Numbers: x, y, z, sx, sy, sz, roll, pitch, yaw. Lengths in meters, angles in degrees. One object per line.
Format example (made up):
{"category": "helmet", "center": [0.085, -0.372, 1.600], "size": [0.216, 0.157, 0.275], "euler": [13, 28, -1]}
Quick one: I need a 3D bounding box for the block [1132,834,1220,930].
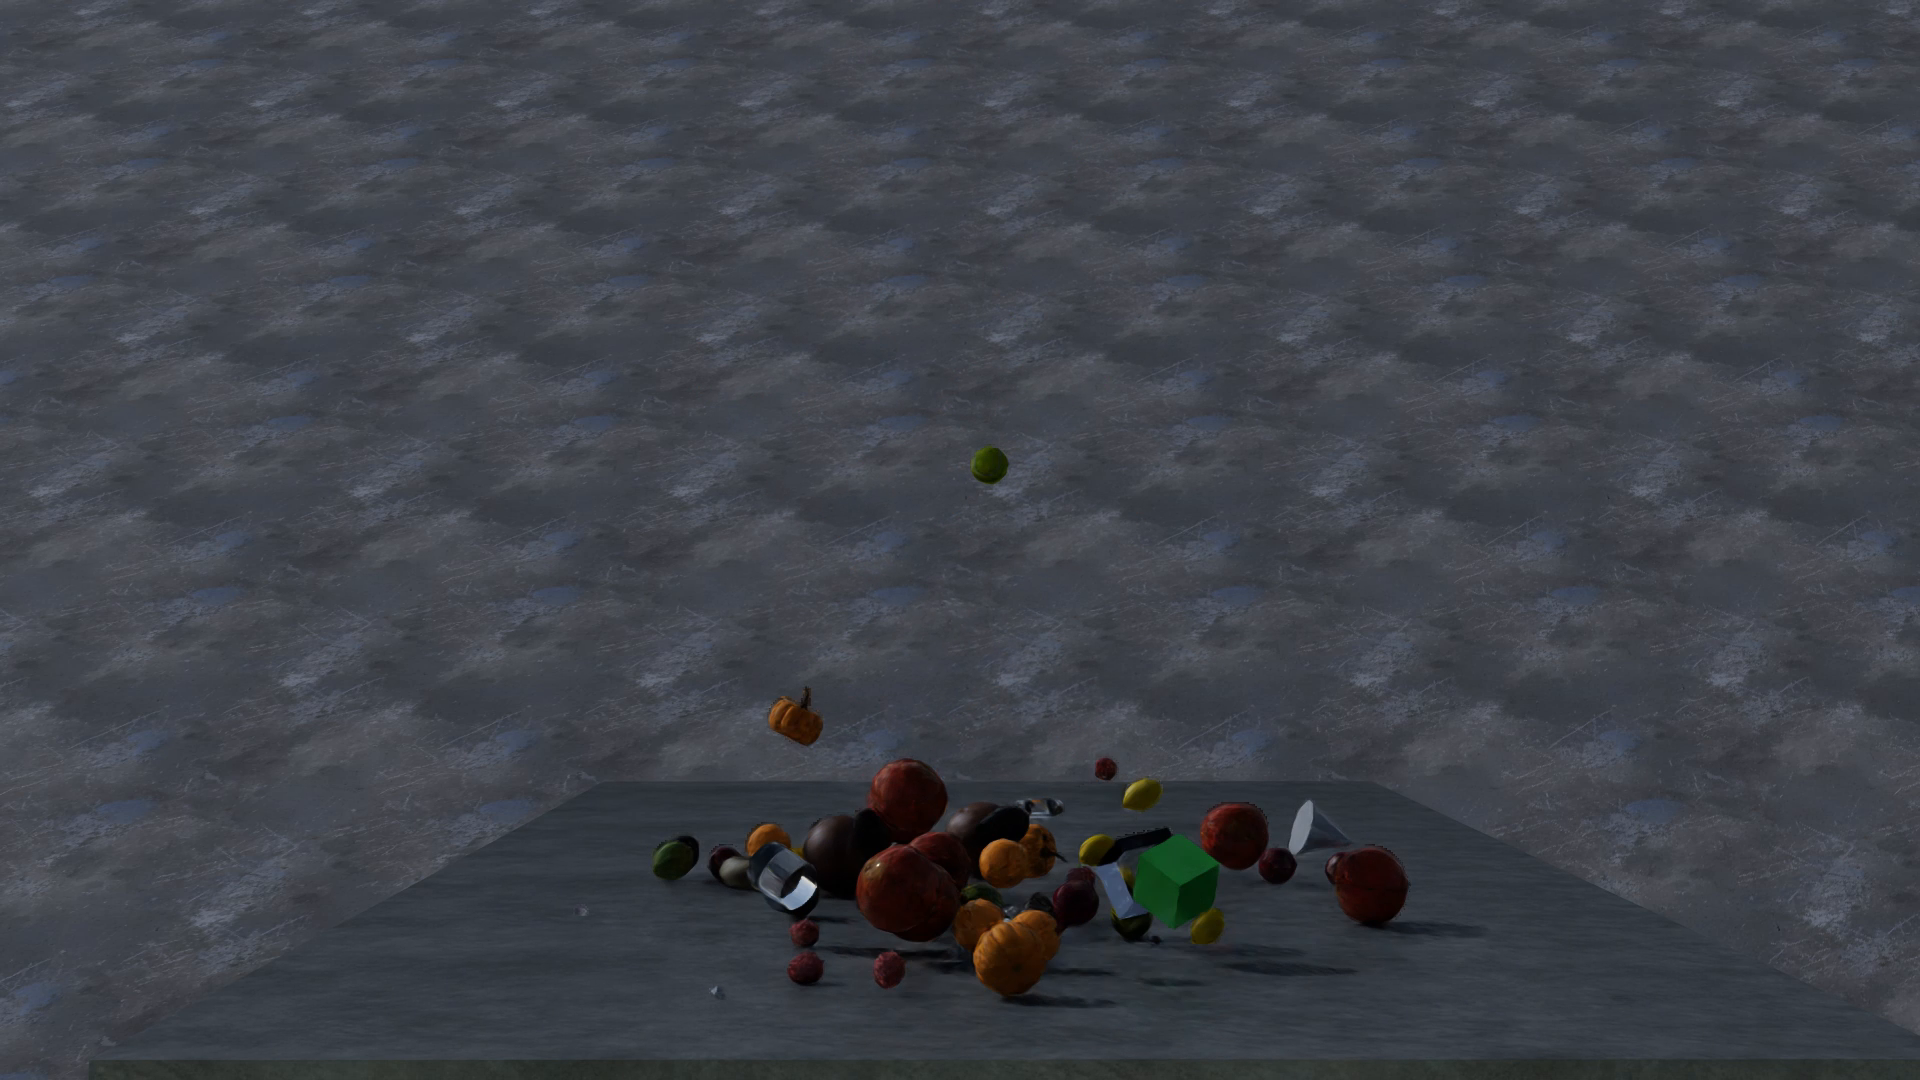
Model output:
{"category": "block", "center": [0.290, 0.457, 3.475], "size": [0.077, 0.077, 0.077], "euler": [-23, 43, -36]}

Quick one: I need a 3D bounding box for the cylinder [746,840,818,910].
{"category": "cylinder", "center": [-0.248, 0.469, 3.628], "size": [0.071, 0.071, 0.071], "euler": [-28, 43, -36]}

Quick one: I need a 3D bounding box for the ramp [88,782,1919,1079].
{"category": "ramp", "center": [0.073, 0.640, 4.756], "size": [2.000, 0.100, 4.000], "euler": [0, -1, 0]}

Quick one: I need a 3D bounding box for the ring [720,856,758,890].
{"category": "ring", "center": [-0.333, 0.559, 4.365], "size": [0.143, 0.048, 0.143], "euler": [2, -1, 0]}

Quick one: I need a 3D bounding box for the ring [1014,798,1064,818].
{"category": "ring", "center": [0.129, 0.440, 4.257], "size": [0.082, 0.082, 0.027], "euler": [-2, 78, 0]}

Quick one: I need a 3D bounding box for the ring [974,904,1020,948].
{"category": "ring", "center": [0.051, 0.536, 3.607], "size": [0.026, 0.078, 0.078], "euler": [49, 47, 5]}

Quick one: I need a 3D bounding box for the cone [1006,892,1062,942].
{"category": "cone", "center": [0.094, 0.554, 3.707], "size": [0.074, 0.074, 0.074], "euler": [-31, 23, 26]}

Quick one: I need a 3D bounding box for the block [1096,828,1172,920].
{"category": "block", "center": [0.258, 0.470, 3.649], "size": [0.085, 0.085, 0.085], "euler": [-10, 61, -27]}

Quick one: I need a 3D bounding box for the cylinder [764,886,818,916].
{"category": "cylinder", "center": [-0.256, 0.538, 3.948], "size": [0.061, 0.061, 0.061], "euler": [-7, 72, 22]}
